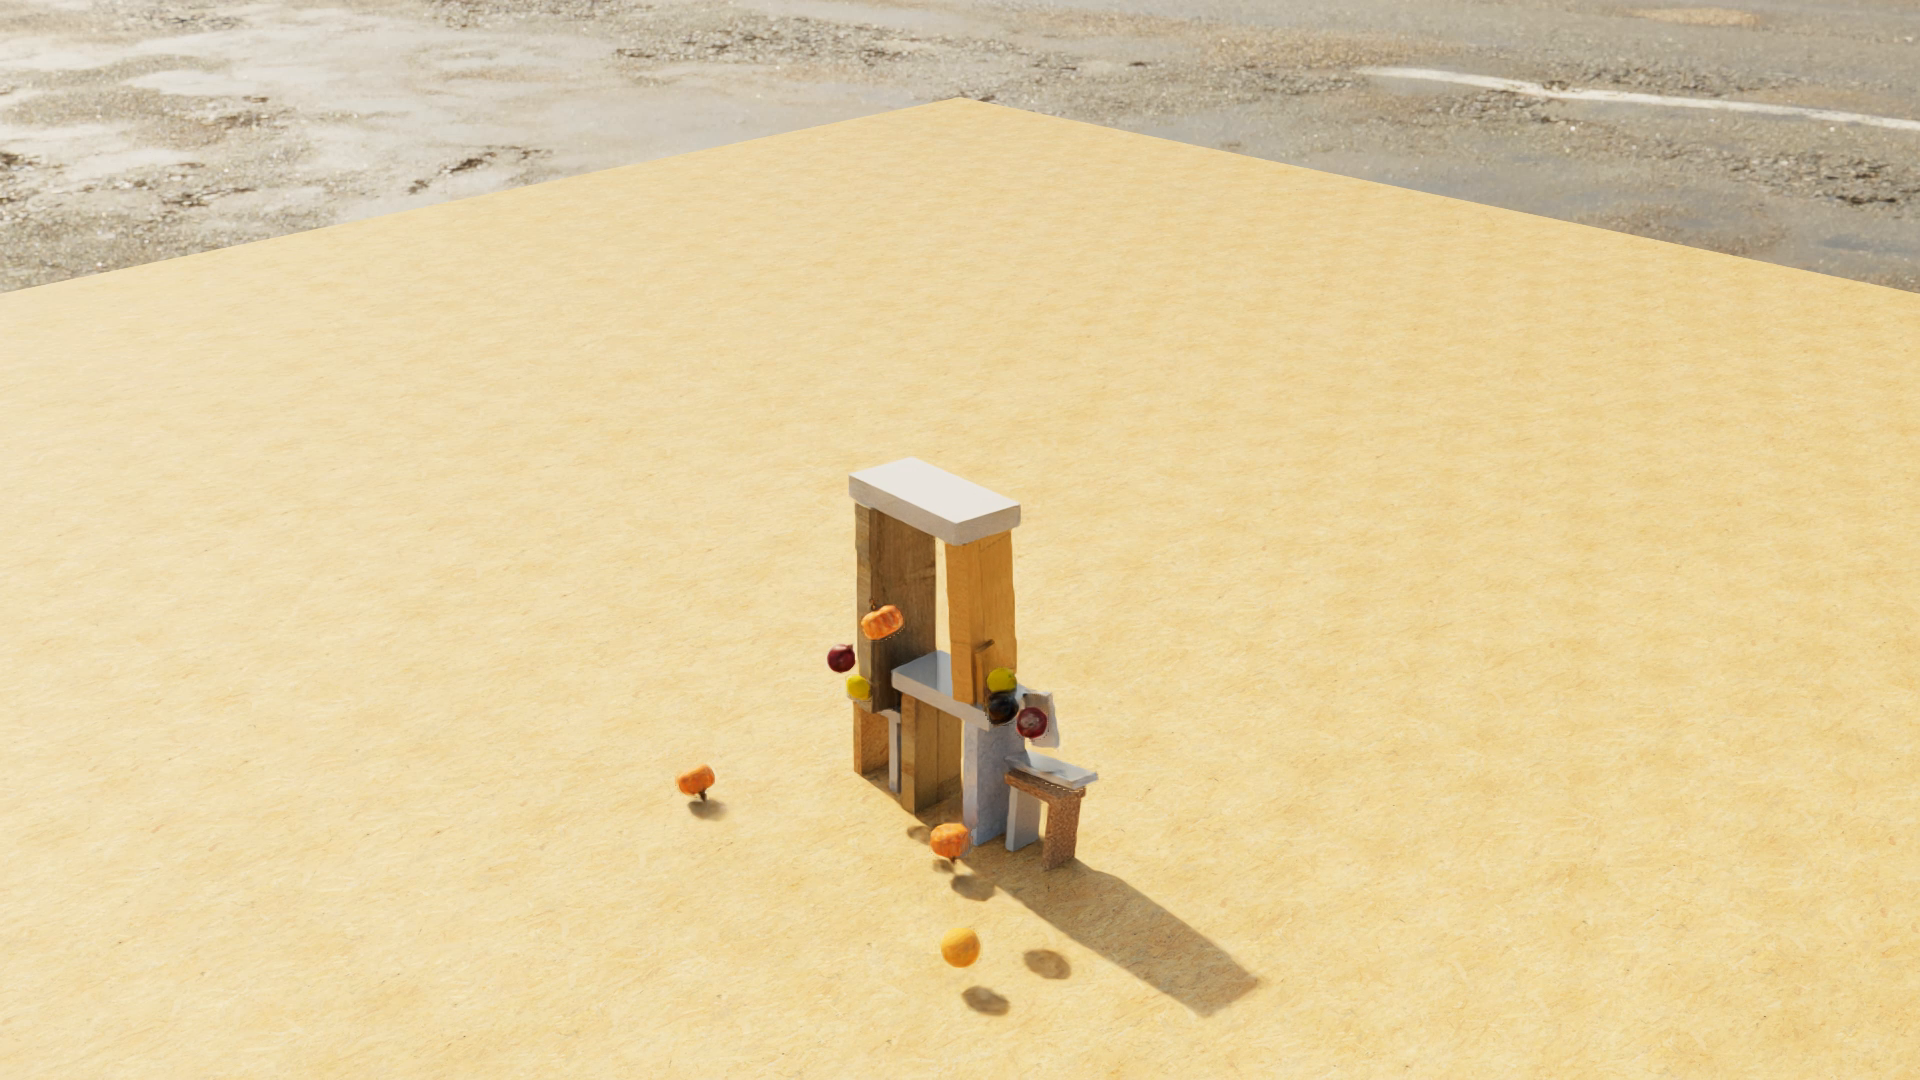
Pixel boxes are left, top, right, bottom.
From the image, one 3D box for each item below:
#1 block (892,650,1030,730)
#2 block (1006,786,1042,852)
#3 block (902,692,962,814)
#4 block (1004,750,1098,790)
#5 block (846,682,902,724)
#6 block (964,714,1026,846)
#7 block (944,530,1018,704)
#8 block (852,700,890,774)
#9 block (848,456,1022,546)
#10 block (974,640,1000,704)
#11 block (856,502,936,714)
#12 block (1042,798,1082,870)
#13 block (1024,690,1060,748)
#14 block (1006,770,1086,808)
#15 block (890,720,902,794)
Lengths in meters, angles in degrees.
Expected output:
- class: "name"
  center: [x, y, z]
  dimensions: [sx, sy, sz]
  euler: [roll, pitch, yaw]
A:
- class: "block"
  center: [0.006, 0.294, 4.336]
  dimensions: [0.266, 0.038, 0.133]
  euler: [21, 31, 40]
- class: "block"
  center: [0.127, 0.534, 4.314]
  dimensions: [0.073, 0.146, 0.021]
  euler: [-21, 36, -41]
- class: "block"
  center: [-0.057, 0.410, 4.452]
  dimensions: [0.133, 0.266, 0.038]
  euler: [-21, 32, -41]
- class: "block"
  center: [0.172, 0.439, 4.215]
  dimensions: [0.056, 0.016, 0.249]
  euler: [-17, 13, -28]
- class: "block"
  center: [-0.148, 0.326, 4.528]
  dimensions: [0.083, 0.024, 0.167]
  euler: [-22, 31, -38]
- class: "block"
  center: [0.067, 0.458, 4.339]
  dimensions: [0.133, 0.266, 0.038]
  euler: [-21, 31, -40]
- class: "block"
  center: [0.042, 0.134, 4.244]
  dimensions: [0.046, 0.327, 0.163]
  euler: [11, 25, 31]
- class: "block"
  center: [-0.184, 0.401, 4.603]
  dimensions: [0.083, 0.166, 0.024]
  euler: [-21, 32, -40]
- class: "block"
  center: [-0.052, -0.078, 4.256]
  dimensions: [0.163, 0.046, 0.327]
  euler: [-17, 29, -37]
- class: "block"
  center: [0.052, 0.255, 4.236]
  dimensions: [0.016, 0.112, 0.056]
  euler: [11, 25, 31]
- class: "block"
  center: [-0.127, 0.121, 4.412]
  dimensions: [0.163, 0.441, 0.046]
  euler: [-16, 26, -35]
- class: "block"
  center: [0.196, 0.561, 4.249]
  dimensions: [0.073, 0.146, 0.021]
  euler: [-21, 37, -41]
- class: "block"
  center: [0.157, 0.344, 4.228]
  dimensions: [0.056, 0.112, 0.016]
  euler: [3, 21, 34]
- class: "block"
  center: [0.165, 0.472, 4.245]
  dimensions: [0.146, 0.021, 0.073]
  euler: [21, 31, 41]
- class: "block"
  center: [-0.107, 0.431, 4.531]
  dimensions: [0.083, 0.167, 0.024]
  euler: [-21, 31, -40]
